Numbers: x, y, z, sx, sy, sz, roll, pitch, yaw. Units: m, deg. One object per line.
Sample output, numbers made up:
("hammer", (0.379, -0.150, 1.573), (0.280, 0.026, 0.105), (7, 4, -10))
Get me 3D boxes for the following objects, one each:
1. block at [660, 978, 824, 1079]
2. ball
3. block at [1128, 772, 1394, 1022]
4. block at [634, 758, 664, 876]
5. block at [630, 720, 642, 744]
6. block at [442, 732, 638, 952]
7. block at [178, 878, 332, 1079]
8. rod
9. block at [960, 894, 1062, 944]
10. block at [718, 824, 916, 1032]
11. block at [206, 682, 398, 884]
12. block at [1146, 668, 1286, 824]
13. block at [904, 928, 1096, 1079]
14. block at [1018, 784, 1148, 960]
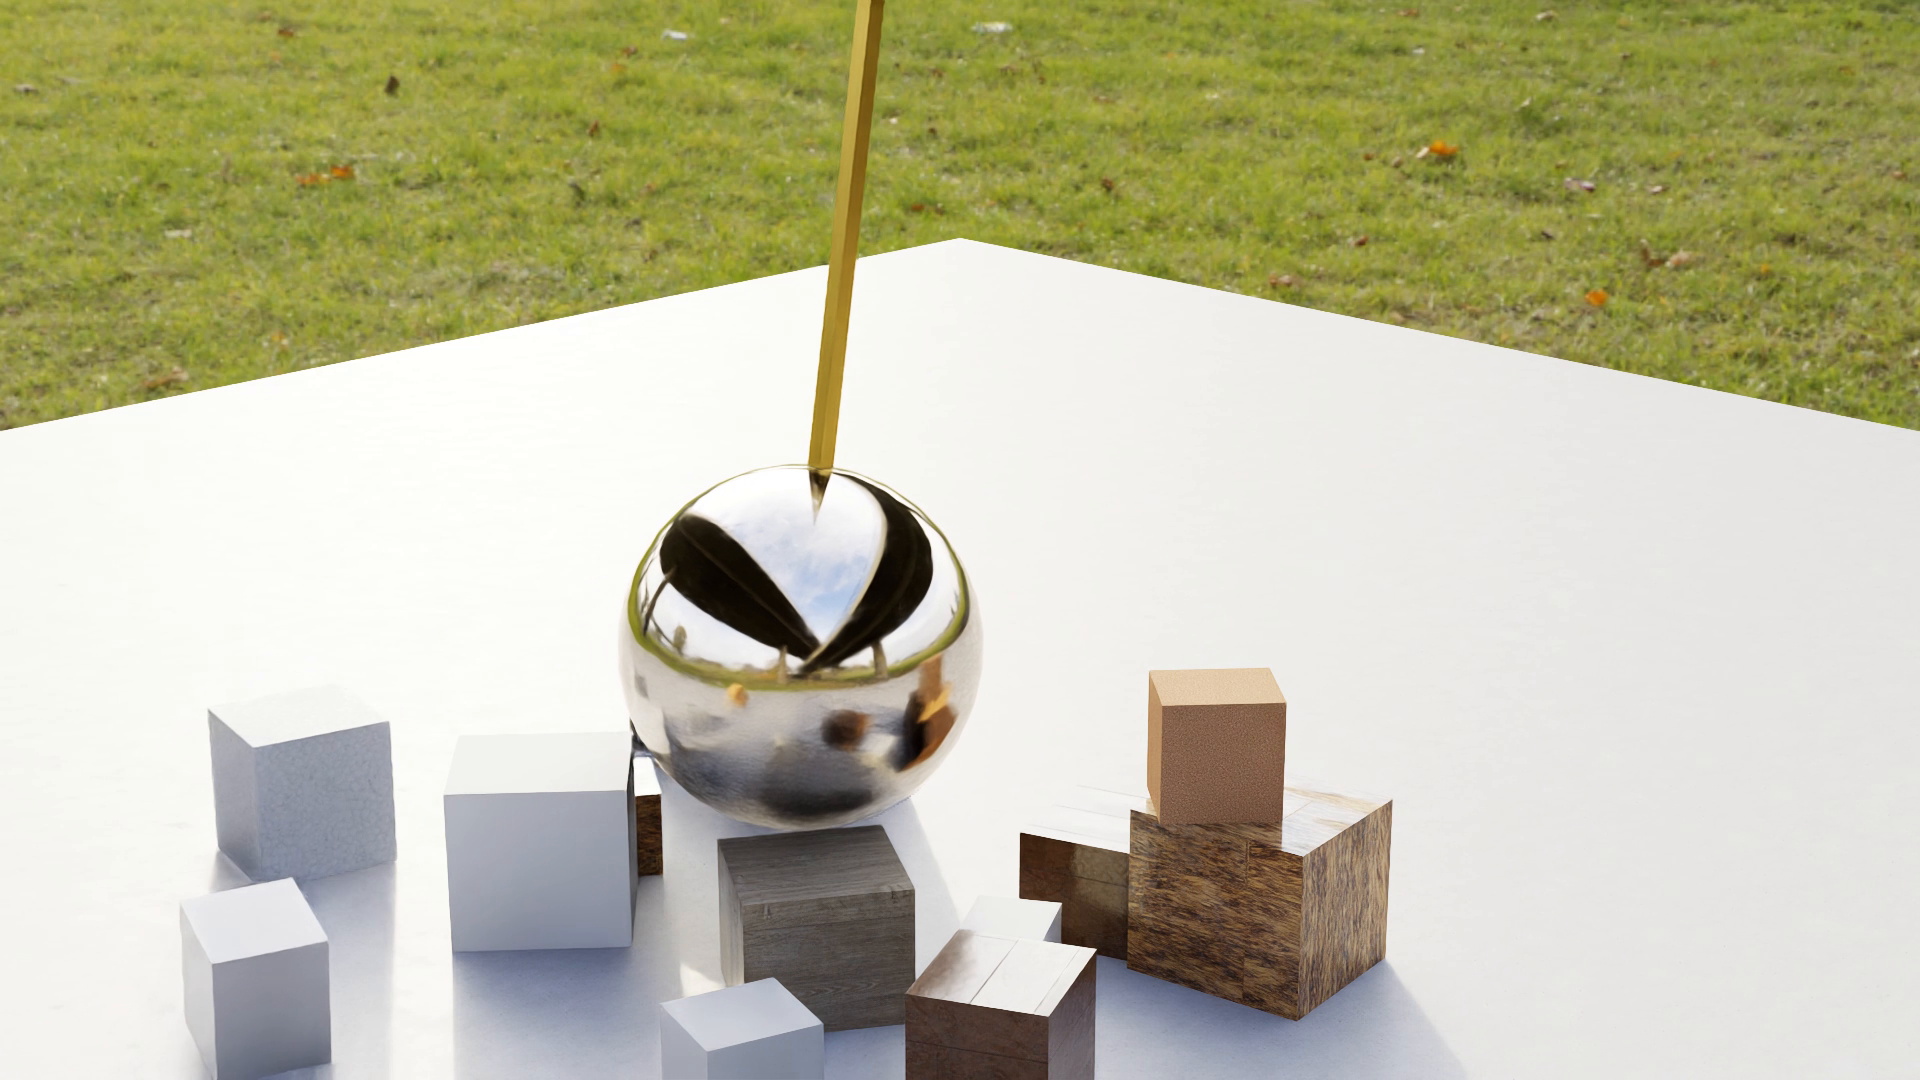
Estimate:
("block", (-0.824, 2.017, 11.102), (0.475, 0.495, 0.446), (-9, 20, -27))
("ball", (-0.693, 0.464, 12.761), (1.600, 1.600, 1.600), (0, 17, 0))
("block", (1.273, 1.463, 12.463), (0.834, 0.736, 0.753), (13, 21, 35))
("block", (-1.624, 1.293, 13.561), (0.445, 0.401, 0.443), (-4, 18, -12))
("block", (-1.283, 0.727, 14.946), (0.565, 0.651, 0.610), (-14, 22, -38))
("block", (-1.834, 1.319, 12.925), (0.777, 0.733, 0.696), (-1, 17, -4))
("block", (-2.807, 1.759, 11.679), (0.459, 0.575, 0.497), (-9, 28, -27))
("rod", (-0.300, -2.854, 12.130), (0.080, 5.200, 0.080), (17, 15, 42))
("block", (0.202, 1.750, 12.083), (0.354, 0.415, 0.398), (4, 18, 13))
("block", (-0.602, 1.621, 12.189), (0.706, 0.599, 0.684), (-4, 18, -12))
("block", (-3.044, 1.131, 13.574), (0.647, 0.698, 0.611), (-10, 20, -32))
("block", (1.069, 0.859, 12.282), (0.514, 0.525, 0.426), (-1, 17, -4))
("block", (0.161, 1.924, 11.210), (0.563, 0.607, 0.604), (6, 18, 19))
("block", (0.642, 1.456, 12.878), (0.558, 0.501, 0.607), (9, 19, 25))
